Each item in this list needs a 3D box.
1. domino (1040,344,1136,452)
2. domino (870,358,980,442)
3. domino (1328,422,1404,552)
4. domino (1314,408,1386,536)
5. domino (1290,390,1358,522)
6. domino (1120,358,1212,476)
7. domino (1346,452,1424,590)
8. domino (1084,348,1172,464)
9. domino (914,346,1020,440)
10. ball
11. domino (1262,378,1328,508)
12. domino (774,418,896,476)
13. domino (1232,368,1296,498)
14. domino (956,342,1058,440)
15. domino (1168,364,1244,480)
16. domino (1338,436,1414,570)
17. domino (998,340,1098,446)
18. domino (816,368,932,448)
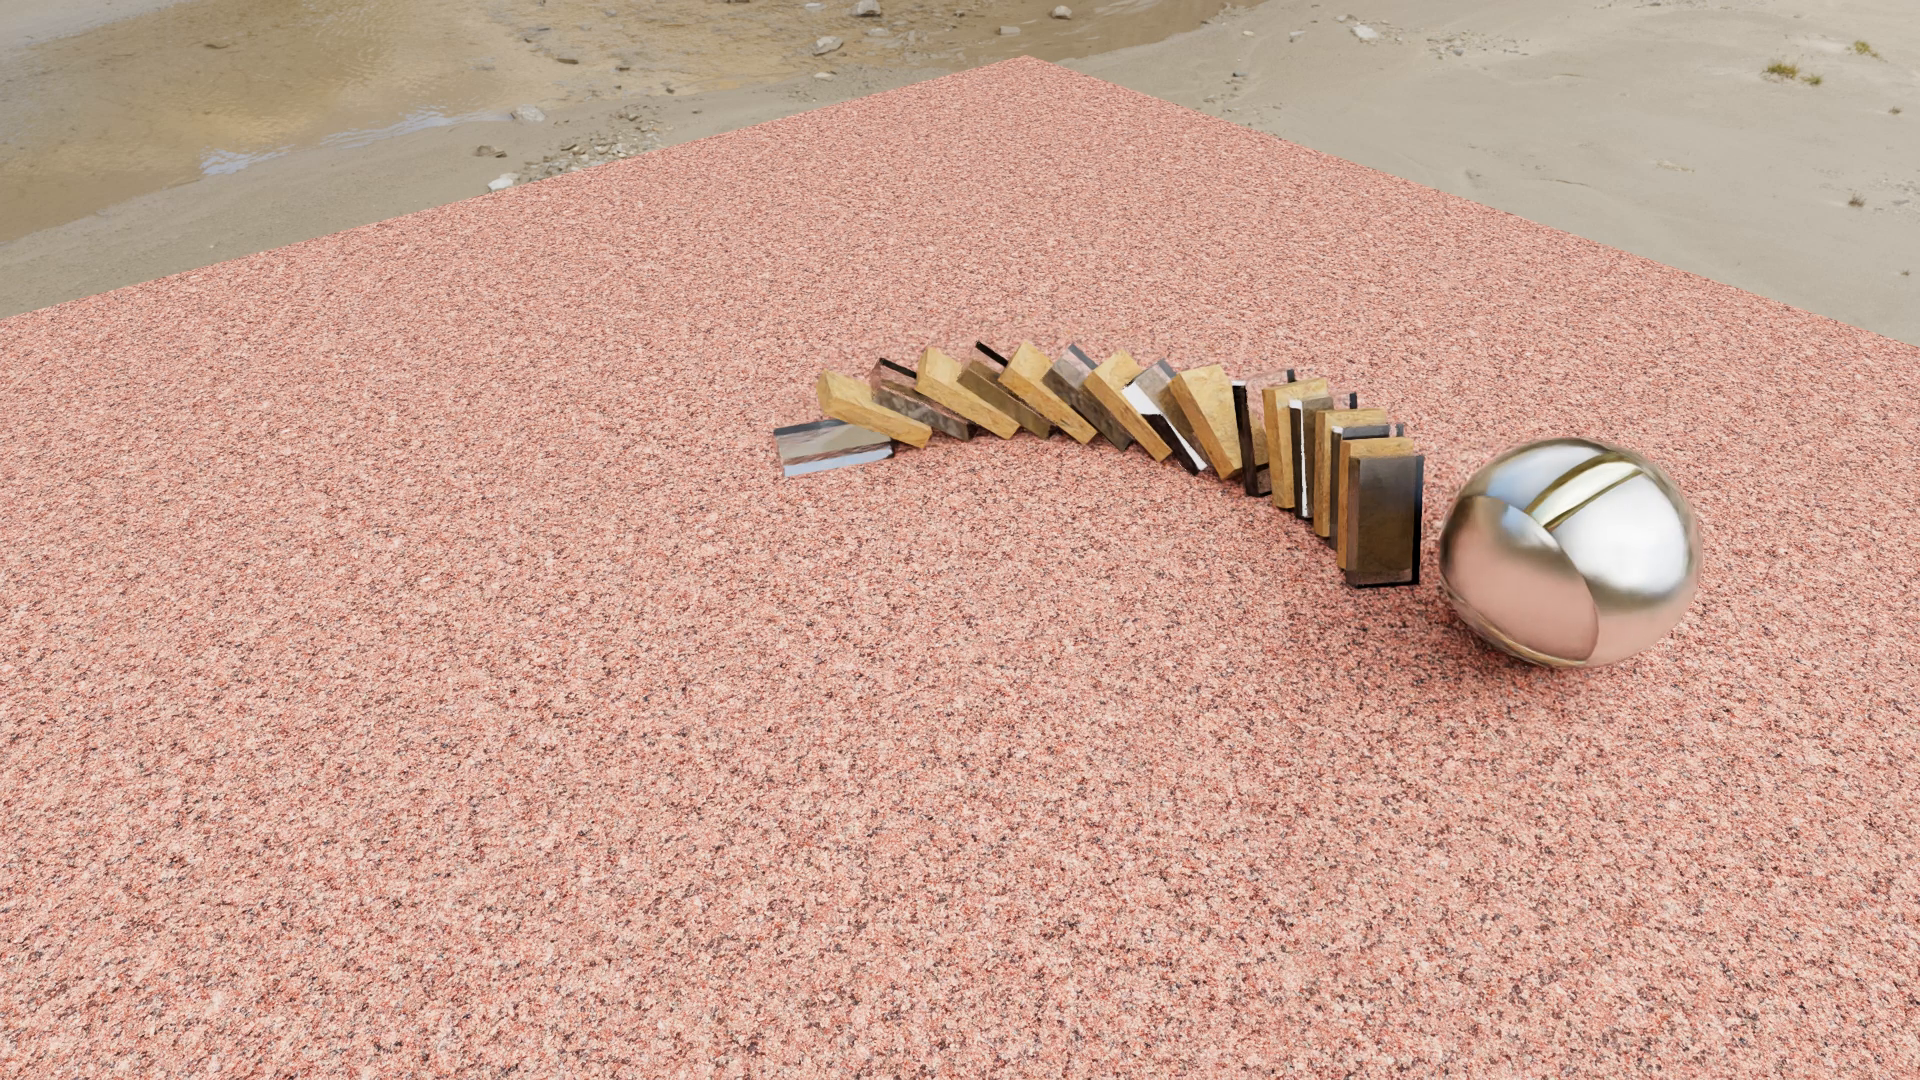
[{"bbox_3d":[0.063,-0.065,0.503,0.050,0.009,0.025,41,46,-3],"label":"domino"},{"bbox_3d":[-0.016,-0.064,0.503,0.050,0.009,0.025,21,34,-22],"label":"domino"},{"bbox_3d":[0.162,-0.021,0.438,0.025,0.050,0.010,-4,12,-5],"label":"domino"},{"bbox_3d":[0.158,-0.028,0.446,0.025,0.050,0.010,-4,12,-5],"label":"domino"},{"bbox_3d":[0.151,-0.035,0.455,0.025,0.050,0.009,-10,13,-12],"label":"domino"},{"bbox_3d":[0.097,-0.055,0.491,0.025,0.010,0.050,-36,83,-37],"label":"domino"},{"bbox_3d":[0.163,-0.007,0.421,0.025,0.050,0.010,-4,12,-5],"label":"domino"},{"bbox_3d":[0.082,-0.061,0.498,0.050,0.010,0.025,47,51,3],"label":"domino"},{"bbox_3d":[0.004,-0.068,0.506,0.050,0.010,0.025,27,36,-18],"label":"domino"},{"bbox_3d":[0.210,0.004,0.382,0.080,0.080,0.080,0,39,0],"label":"ball"},{"bbox_3d":[0.143,-0.041,0.462,0.025,0.050,0.009,-14,14,-16],"label":"domino"},{"bbox_3d":[-0.057,-0.044,0.497,0.050,0.010,0.025,-11,41,-13],"label":"domino"},{"bbox_3d":[0.132,-0.046,0.468,0.025,0.050,0.009,-16,14,-18],"label":"domino"},{"bbox_3d":[0.024,-0.069,0.507,0.050,0.010,0.025,32,39,-12],"label":"domino"},{"bbox_3d":[0.115,-0.053,0.486,0.025,0.010,0.050,-16,72,-31],"label":"domino"},{"bbox_3d":[0.162,-0.014,0.430,0.025,0.050,0.009,-4,12,-5],"label":"domino"},{"bbox_3d":[0.043,-0.068,0.506,0.050,0.010,0.025,36,42,-8],"label":"domino"},{"bbox_3d":[-0.039,-0.059,0.494,0.050,0.009,0.025,17,29,-27],"label":"domino"}]
